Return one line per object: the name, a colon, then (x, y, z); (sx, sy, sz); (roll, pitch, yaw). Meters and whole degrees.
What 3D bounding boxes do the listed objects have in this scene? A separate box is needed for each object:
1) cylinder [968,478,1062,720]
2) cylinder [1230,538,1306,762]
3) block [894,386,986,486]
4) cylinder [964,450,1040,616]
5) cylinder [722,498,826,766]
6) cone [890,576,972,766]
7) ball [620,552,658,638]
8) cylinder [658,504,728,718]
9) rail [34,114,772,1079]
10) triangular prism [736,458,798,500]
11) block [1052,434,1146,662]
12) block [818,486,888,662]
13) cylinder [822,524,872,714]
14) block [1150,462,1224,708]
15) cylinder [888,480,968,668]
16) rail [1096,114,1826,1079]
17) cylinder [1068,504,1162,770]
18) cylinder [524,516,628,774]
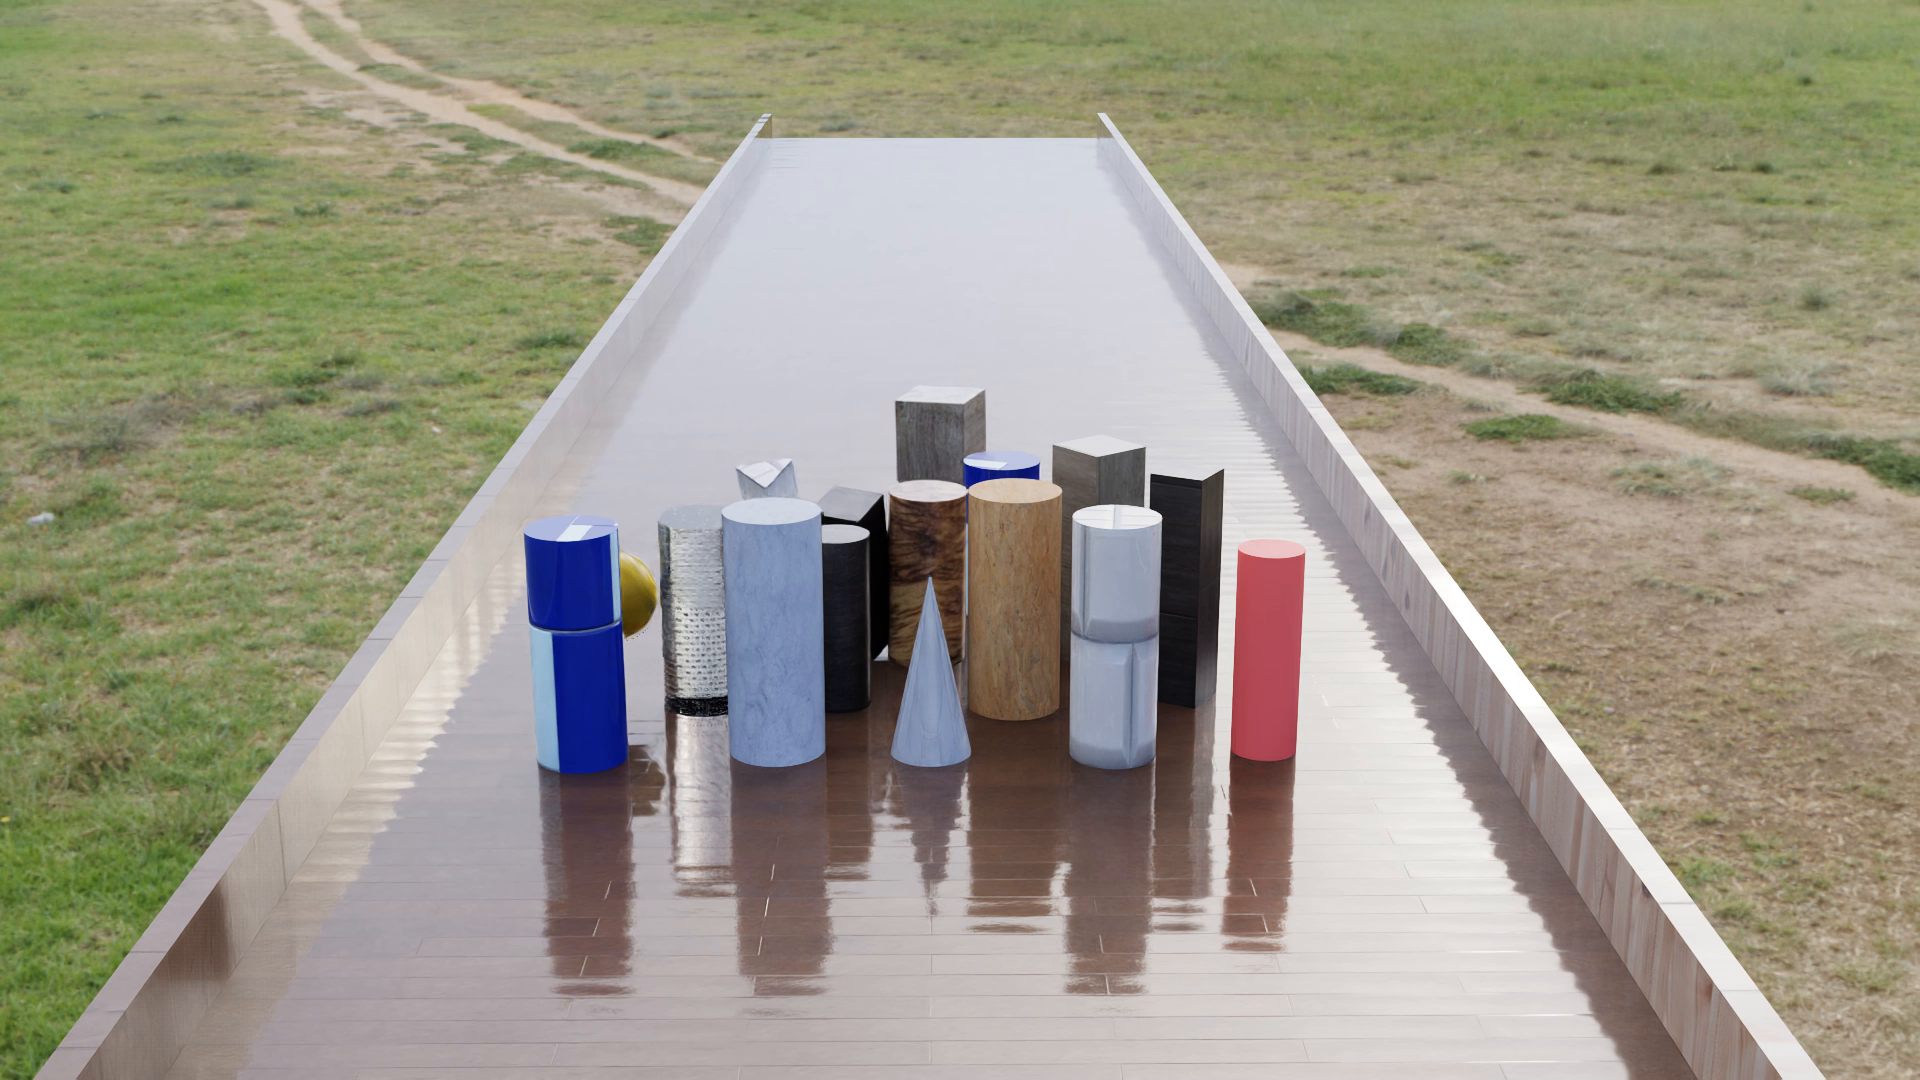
cylinder: (0.102, 0.110, 4.119); (0.174, 0.420, 0.174); (0, 17, 0)
cylinder: (0.547, 0.195, 3.909); (0.118, 0.377, 0.118); (0, 17, 0)
block: (-0.038, -0.115, 4.867); (0.157, 0.422, 0.157); (4, 17, 17)
cylinder: (0.088, -0.007, 4.662); (0.163, 0.335, 0.163); (0, 17, 0)
cylinder: (-0.329, 0.162, 3.900); (0.174, 0.445, 0.174); (0, 17, 0)
cone: (-0.052, 0.218, 3.902); (0.145, 0.337, 0.145); (0, 17, 0)
ball: (-0.662, 0.105, 4.195); (0.172, 0.172, 0.172); (0, 17, 0)
cylinder: (-0.481, 0.132, 4.129); (0.158, 0.368, 0.158); (0, 18, 0)
rail: (-1.118, -0.838, 7.780); (0.050, 0.150, 12.000); (0, 17, -1)
triangular prism: (-0.337, 0.040, 4.305); (0.092, 0.427, 0.106); (-26, 37, -27)
block: (0.273, 0.025, 4.374); (0.129, 0.439, 0.129); (-13, 21, -37)
block: (-0.212, 0.067, 4.384); (0.110, 0.329, 0.110); (10, 35, 22)
cylinder: (-0.231, 0.148, 4.142); (0.127, 0.334, 0.127); (0, 17, 0)
block: (0.424, 0.085, 4.159); (0.104, 0.446, 0.104); (9, 19, 28)
cylinder: (-0.065, 0.068, 4.384); (0.156, 0.347, 0.156); (1, 17, 0)
rail: (0.932, -0.844, 7.801); (0.050, 0.150, 12.000); (0, 17, -1)
cylinder: (0.273, 0.171, 3.882); (0.156, 0.440, 0.156); (0, 17, 0)
cylinder: (-0.674, 0.183, 3.867); (0.162, 0.425, 0.162); (0, 17, 0)
